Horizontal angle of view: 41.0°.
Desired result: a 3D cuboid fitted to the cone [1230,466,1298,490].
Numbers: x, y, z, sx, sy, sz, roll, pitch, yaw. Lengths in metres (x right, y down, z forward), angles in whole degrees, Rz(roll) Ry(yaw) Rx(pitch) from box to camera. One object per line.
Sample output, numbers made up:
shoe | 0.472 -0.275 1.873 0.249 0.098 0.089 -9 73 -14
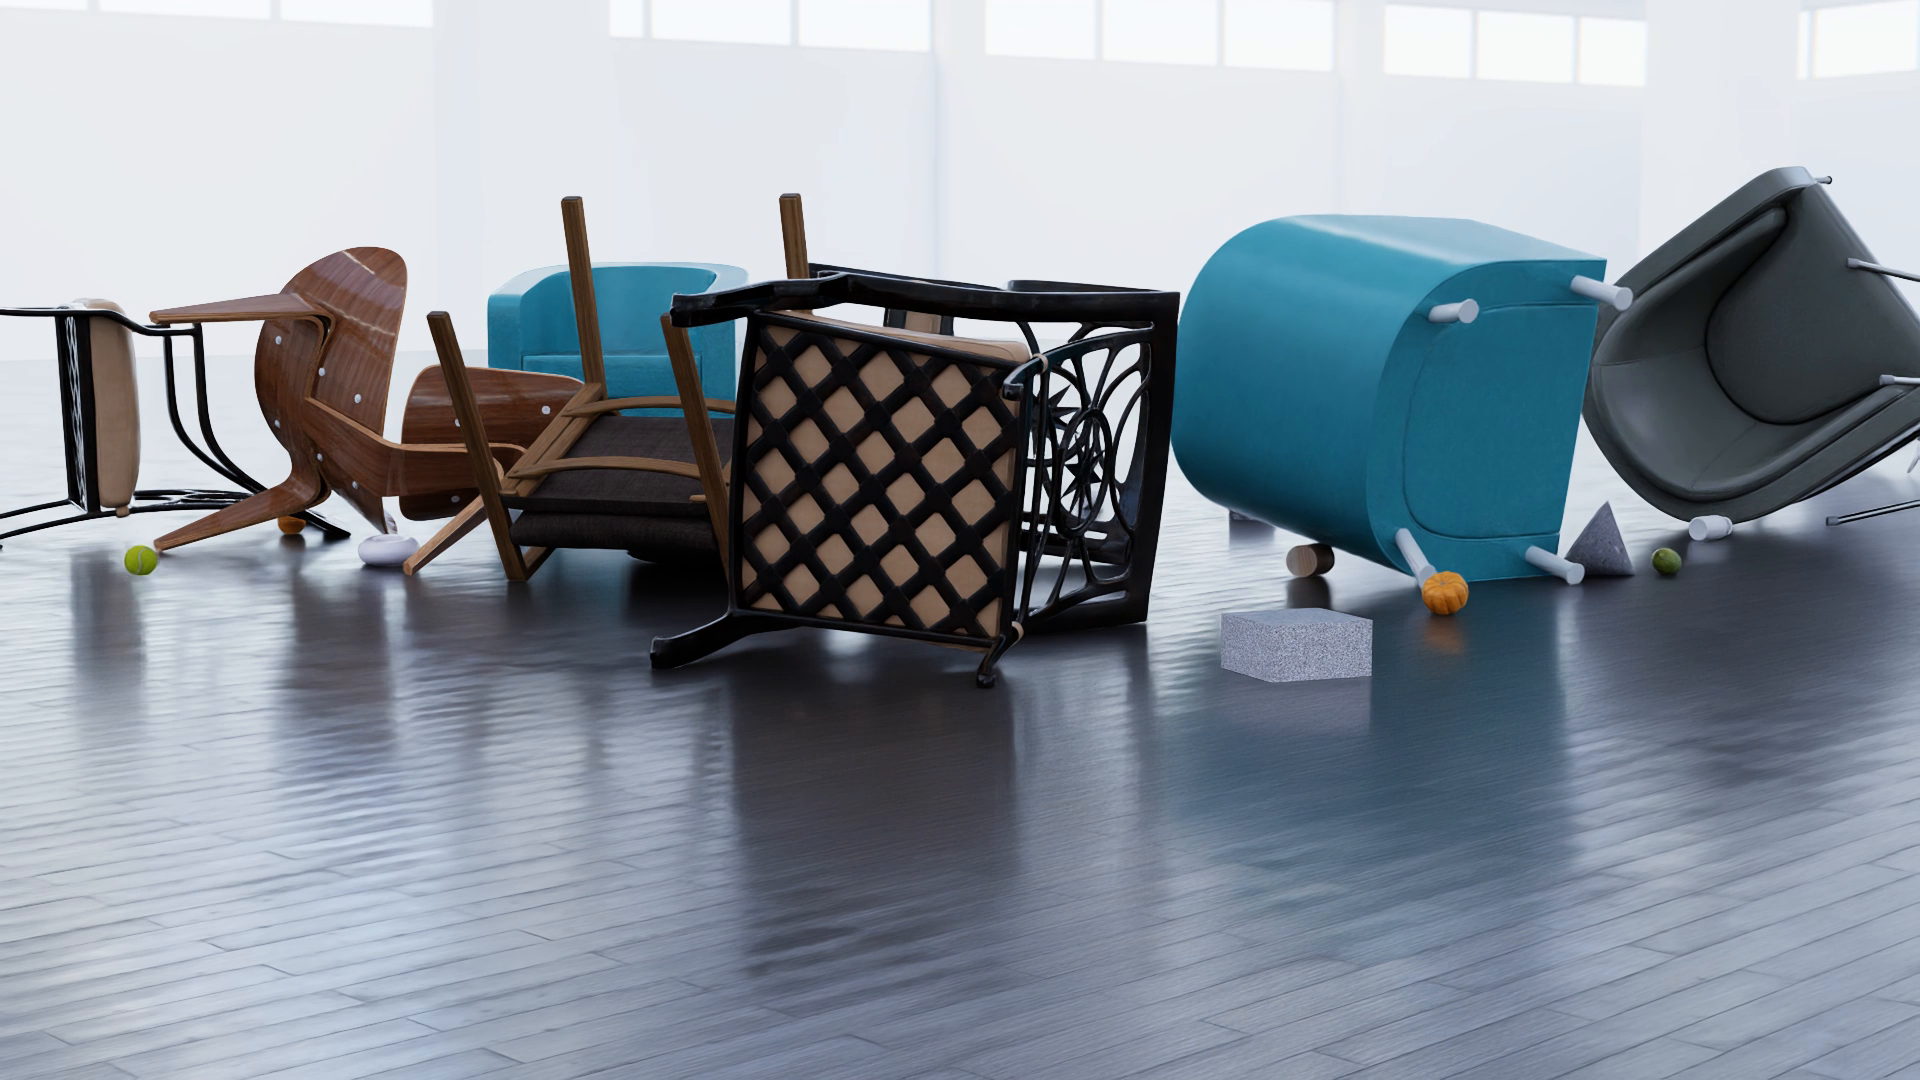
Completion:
cone | 0.949 -0.170 7.877 0.215 0.078 0.115 9 1 -17

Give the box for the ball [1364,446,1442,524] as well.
ball | 1.181 -0.147 6.841 0.204 0.204 0.204 0 6 0

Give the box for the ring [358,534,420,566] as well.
ring | -1.320 0.023 5.932 0.138 0.054 0.274 1 5 -6

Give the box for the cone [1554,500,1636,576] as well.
cone | 1.430 0.036 5.663 0.145 0.190 0.294 36 28 9

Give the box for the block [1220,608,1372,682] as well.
block | 0.560 0.173 4.277 0.187 0.093 0.175 -2 6 -22

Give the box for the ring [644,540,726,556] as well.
ring | -0.651 0.018 6.083 0.196 0.033 0.106 -1 5 -7

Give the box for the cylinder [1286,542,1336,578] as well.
cylinder | 0.770 0.044 5.638 0.084 0.071 0.069 -9 -2 43

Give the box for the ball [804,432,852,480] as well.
ball | -0.427 -0.269 8.264 0.155 0.155 0.155 0 6 0

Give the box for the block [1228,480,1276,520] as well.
block | 0.806 -0.111 7.051 0.091 0.091 0.239 2 6 16
